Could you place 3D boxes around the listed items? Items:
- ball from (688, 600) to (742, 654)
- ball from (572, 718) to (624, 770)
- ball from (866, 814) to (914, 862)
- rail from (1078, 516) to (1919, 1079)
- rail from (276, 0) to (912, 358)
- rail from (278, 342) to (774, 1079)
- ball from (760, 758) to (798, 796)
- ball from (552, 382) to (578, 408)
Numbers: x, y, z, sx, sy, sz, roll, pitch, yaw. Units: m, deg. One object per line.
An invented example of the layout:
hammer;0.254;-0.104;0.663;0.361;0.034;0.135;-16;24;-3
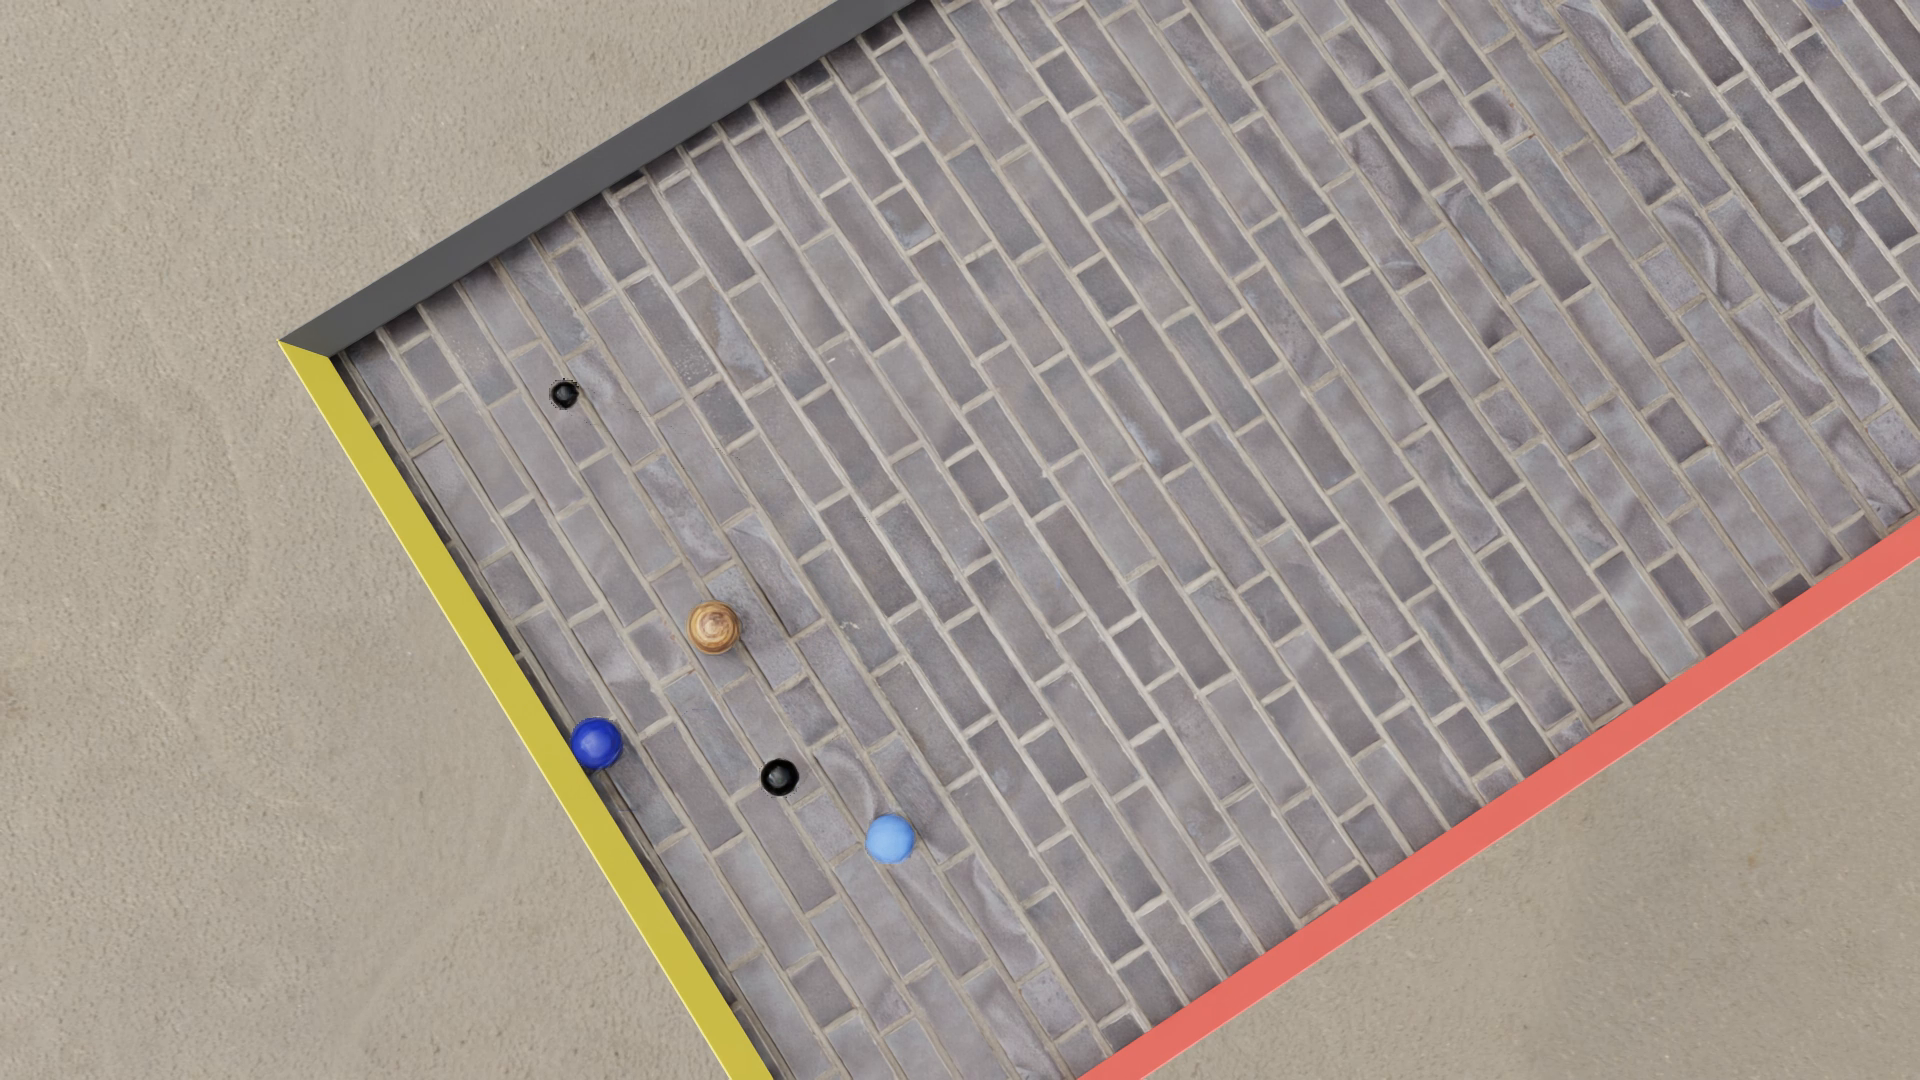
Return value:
ball;-0.364;0.129;3.254;0.079;0.079;0.079;0;80;0
ball;-0.532;0.300;3.227;0.075;0.075;0.075;0;80;0
ball;-0.101;0.435;3.206;0.071;0.071;0.071;0;80;0
rail;1.001;0.261;3.218;2.778;0.103;0.045;-33;82;-5
rail;0.164;-1.013;3.436;2.778;0.103;0.045;-33;82;-5
rail;-0.563;0.356;3.202;0.045;0.103;1.587;-33;82;-5
ball;-0.265;0.348;3.228;0.056;0.056;0.056;0;80;0
ball;-0.599;-0.221;3.333;0.040;0.040;0.040;0;80;0
